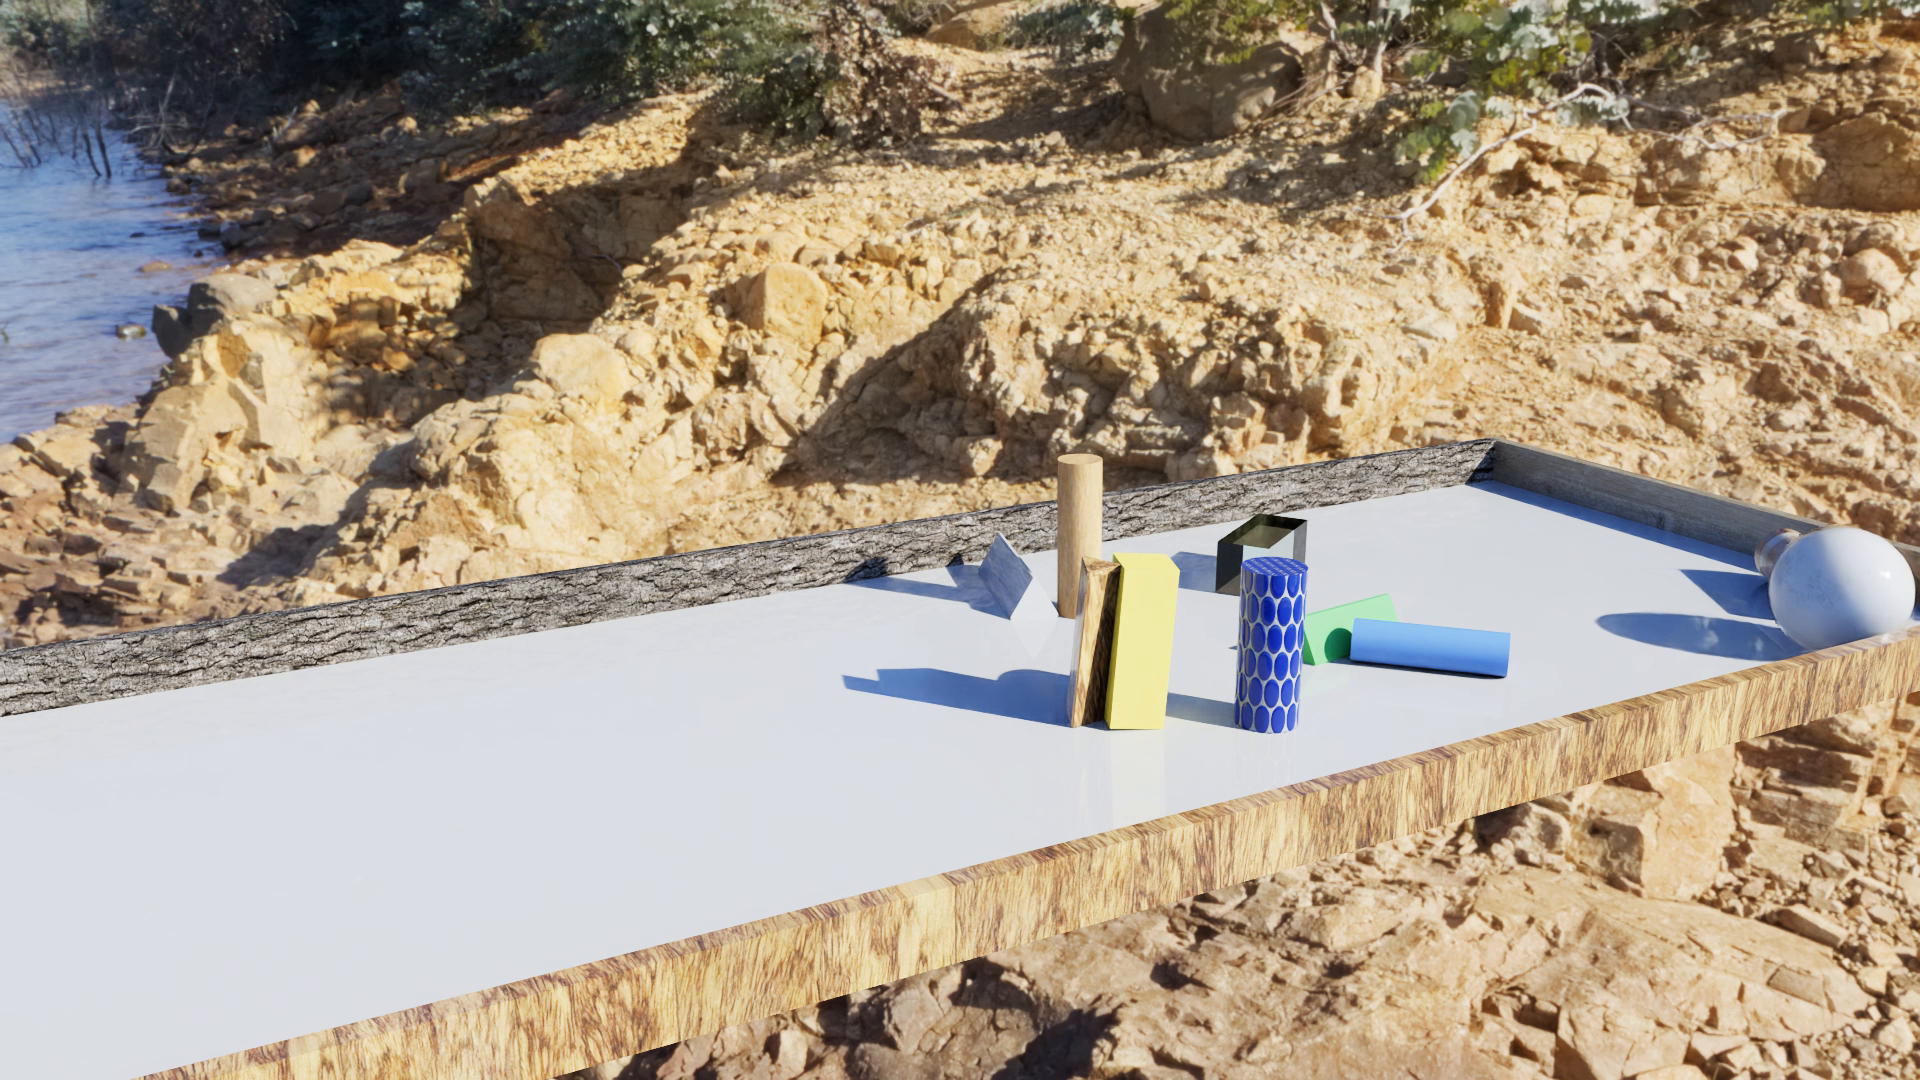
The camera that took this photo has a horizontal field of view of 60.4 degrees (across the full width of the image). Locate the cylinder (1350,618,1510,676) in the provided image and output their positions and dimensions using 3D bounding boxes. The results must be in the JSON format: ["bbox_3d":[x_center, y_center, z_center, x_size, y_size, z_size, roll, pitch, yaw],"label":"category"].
[{"bbox_3d":[1.203,0.274,4.224,0.385,0.111,0.111,5,17,17],"label":"cylinder"}]

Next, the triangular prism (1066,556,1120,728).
[{"bbox_3d":[0.292,0.234,3.843,0.094,0.395,0.082,-10,25,-33],"label":"triangular prism"}]

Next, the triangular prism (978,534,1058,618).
[{"bbox_3d":[0.165,0.097,4.805,0.136,0.117,0.454,-3,17,-10],"label":"triangular prism"}]

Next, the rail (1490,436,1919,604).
[{"bbox_3d":[2.466,-0.048,5.253,0.050,0.150,2.100,-9,18,-27],"label":"rail"}]

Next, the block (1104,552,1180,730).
[{"bbox_3d":[0.416,0.236,3.850,0.127,0.389,0.127,1,16,-8],"label":"block"}]

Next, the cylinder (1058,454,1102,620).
[{"bbox_3d":[0.333,-0.009,4.594,0.123,0.445,0.123,-1,17,0],"label":"cylinder"}]

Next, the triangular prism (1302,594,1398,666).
[{"bbox_3d":[1.017,0.226,4.376,0.341,0.113,0.130,-11,20,-33],"label":"triangular prism"}]

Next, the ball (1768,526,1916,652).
[{"bbox_3d":[2.296,0.134,4.300,0.338,0.338,0.338,0,16,0],"label":"ball"}]

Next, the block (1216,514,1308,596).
[{"bbox_3d":[0.902,0.046,4.924,0.155,0.155,0.355,9,19,28],"label":"block"}]

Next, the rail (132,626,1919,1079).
[{"bbox_3d":[-2.336,1.006,1.665,12.000,0.150,0.050,-9,18,-27],"label":"rail"}]

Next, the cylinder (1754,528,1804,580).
[{"bbox_3d":[2.438,0.101,4.725,0.161,0.161,0.412,1,16,4],"label":"cylinder"}]

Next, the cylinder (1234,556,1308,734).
[{"bbox_3d":[0.723,0.244,3.844,0.152,0.384,0.152,0,16,0],"label":"cylinder"}]

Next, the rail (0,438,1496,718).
[{"bbox_3d":[-3.305,0.497,3.399,12.000,0.150,0.050,-9,18,-27],"label":"rail"}]
